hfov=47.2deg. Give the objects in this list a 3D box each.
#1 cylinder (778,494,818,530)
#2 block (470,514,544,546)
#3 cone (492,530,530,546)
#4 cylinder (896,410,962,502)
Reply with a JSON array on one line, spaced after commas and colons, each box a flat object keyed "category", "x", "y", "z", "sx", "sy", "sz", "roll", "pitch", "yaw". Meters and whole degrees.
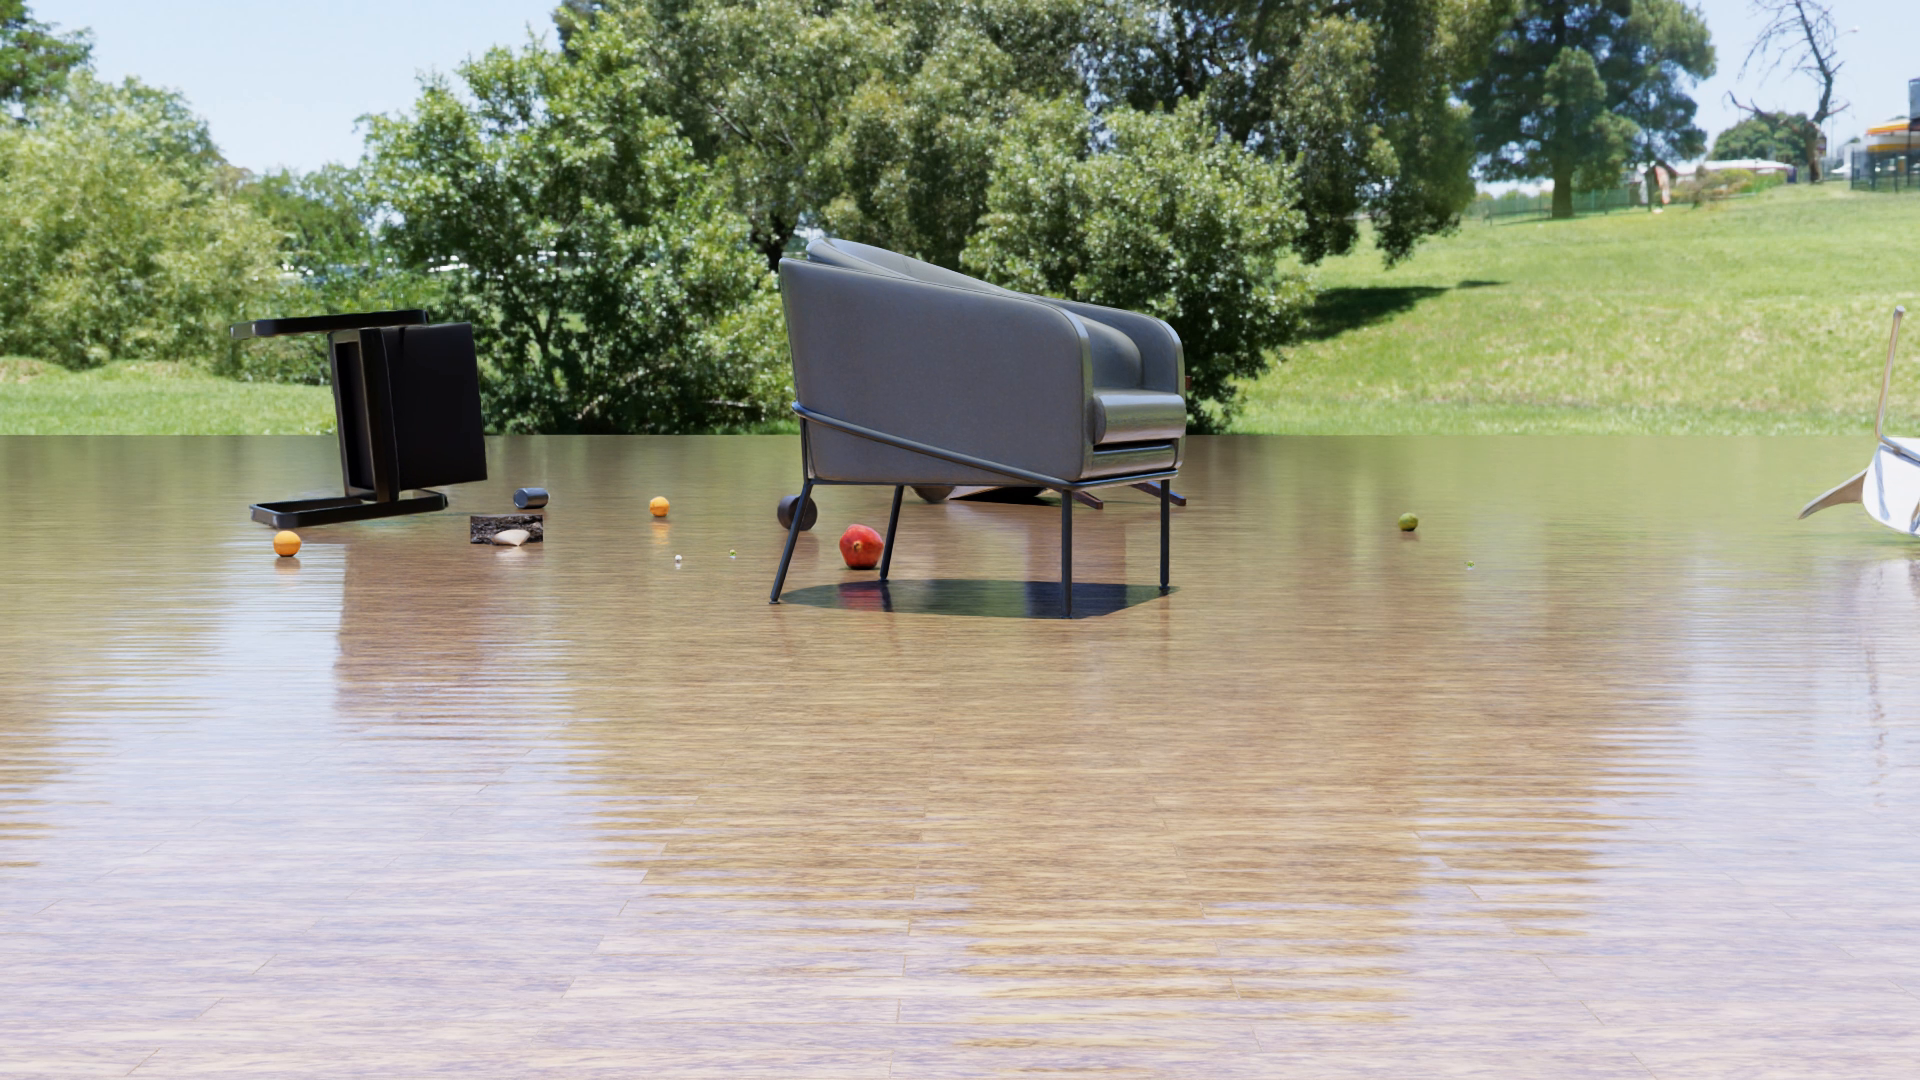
[{"category": "cylinder", "x": -0.516, "y": -0.086, "z": 6.981, "sx": 0.111, "sy": 0.113, "sz": 0.063, "roll": -29, "pitch": 20, "yaw": -34}, {"category": "block", "x": -1.324, "y": -0.032, "z": 6.424, "sx": 0.122, "sy": 0.081, "sz": 0.168, "roll": 3, "pitch": 5, "yaw": 41}, {"category": "cone", "x": -1.280, "y": 0.004, "z": 6.322, "sx": 0.122, "sy": 0.048, "sz": 0.053, "roll": -7, "pitch": 32, "yaw": -36}, {"category": "cylinder", "x": -0.124, "y": -0.332, "z": 8.709, "sx": 0.228, "sy": 0.357, "sz": 0.127, "roll": -17, "pitch": 37, "yaw": -12}]
